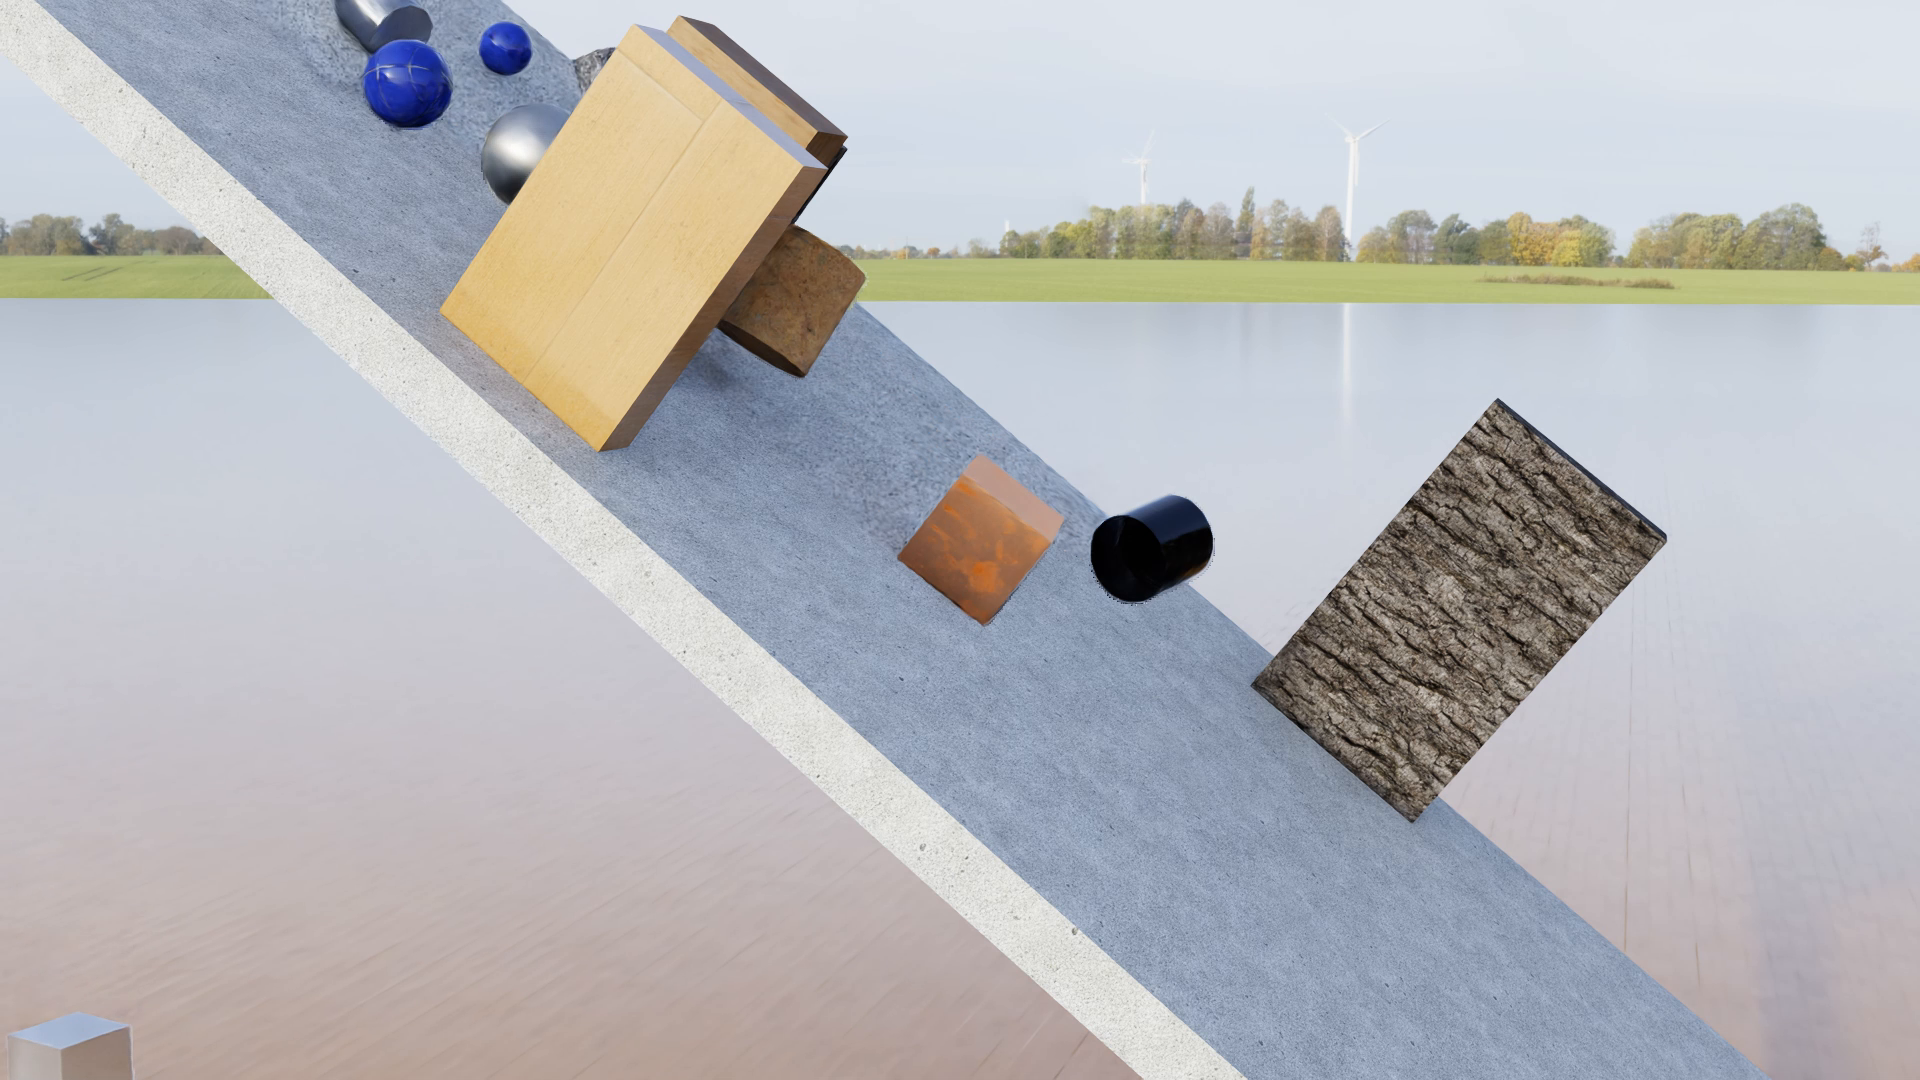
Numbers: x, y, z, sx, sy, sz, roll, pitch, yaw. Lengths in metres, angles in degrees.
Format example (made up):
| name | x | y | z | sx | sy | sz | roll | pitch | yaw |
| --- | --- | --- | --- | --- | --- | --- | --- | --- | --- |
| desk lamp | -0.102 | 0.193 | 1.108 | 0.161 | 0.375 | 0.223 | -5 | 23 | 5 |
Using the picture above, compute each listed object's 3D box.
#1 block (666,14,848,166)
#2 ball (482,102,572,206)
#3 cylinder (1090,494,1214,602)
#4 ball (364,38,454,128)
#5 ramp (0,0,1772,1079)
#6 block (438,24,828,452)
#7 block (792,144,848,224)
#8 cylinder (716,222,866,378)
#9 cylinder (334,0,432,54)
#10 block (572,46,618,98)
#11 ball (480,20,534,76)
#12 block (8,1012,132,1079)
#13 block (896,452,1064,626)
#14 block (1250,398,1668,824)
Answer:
| name | x | y | z | sx | sy | sz | roll | pitch | yaw |
| --- | --- | --- | --- | --- | --- | --- | --- | --- | --- |
| block | -0.478 | -0.588 | 3.762 | 0.313 | 0.505 | 0.148 | 41 | 16 | 9 |
| ball | -0.735 | -0.665 | 3.846 | 0.197 | 0.197 | 0.197 | 0 | 7 | 0 |
| cylinder | 0.384 | 0.016 | 4.401 | 0.178 | 0.178 | 0.178 | 5 | 18 | 38 |
| ball | -0.984 | -0.815 | 3.926 | 0.157 | 0.157 | 0.157 | 0 | 7 | 0 |
| ramp | -0.019 | 0.070 | 4.049 | 4.000 | 0.100 | 2.000 | 41 | 16 | 9 |
| block | -0.493 | -0.447 | 3.290 | 0.335 | 0.534 | 0.104 | 41 | 16 | 9 |
| block | -0.474 | -0.702 | 4.265 | 0.338 | 0.406 | 0.083 | 41 | 16 | 9 |
| cylinder | -0.313 | -0.436 | 3.954 | 0.209 | 0.209 | 0.209 | 31 | -6 | 4 |
| cylinder | -1.107 | -1.004 | 4.222 | 0.132 | 0.132 | 0.132 | 46 | 30 | 24 |
| block | -0.740 | -0.997 | 4.765 | 0.128 | 0.128 | 0.128 | -19 | 11 | -30 |
| ball | -0.966 | -1.047 | 4.680 | 0.113 | 0.113 | 0.113 | 0 | 7 | 0 |
| block | -1.973 | 1.174 | 4.879 | 0.180 | 0.180 | 0.180 | 4 | 8 | 31 |
| block | 0.039 | -0.004 | 3.846 | 0.192 | 0.192 | 0.192 | 38 | 16 | 0 |
| block | 1.012 | 0.146 | 4.499 | 0.432 | 0.766 | 0.135 | 41 | 16 | 9 |
